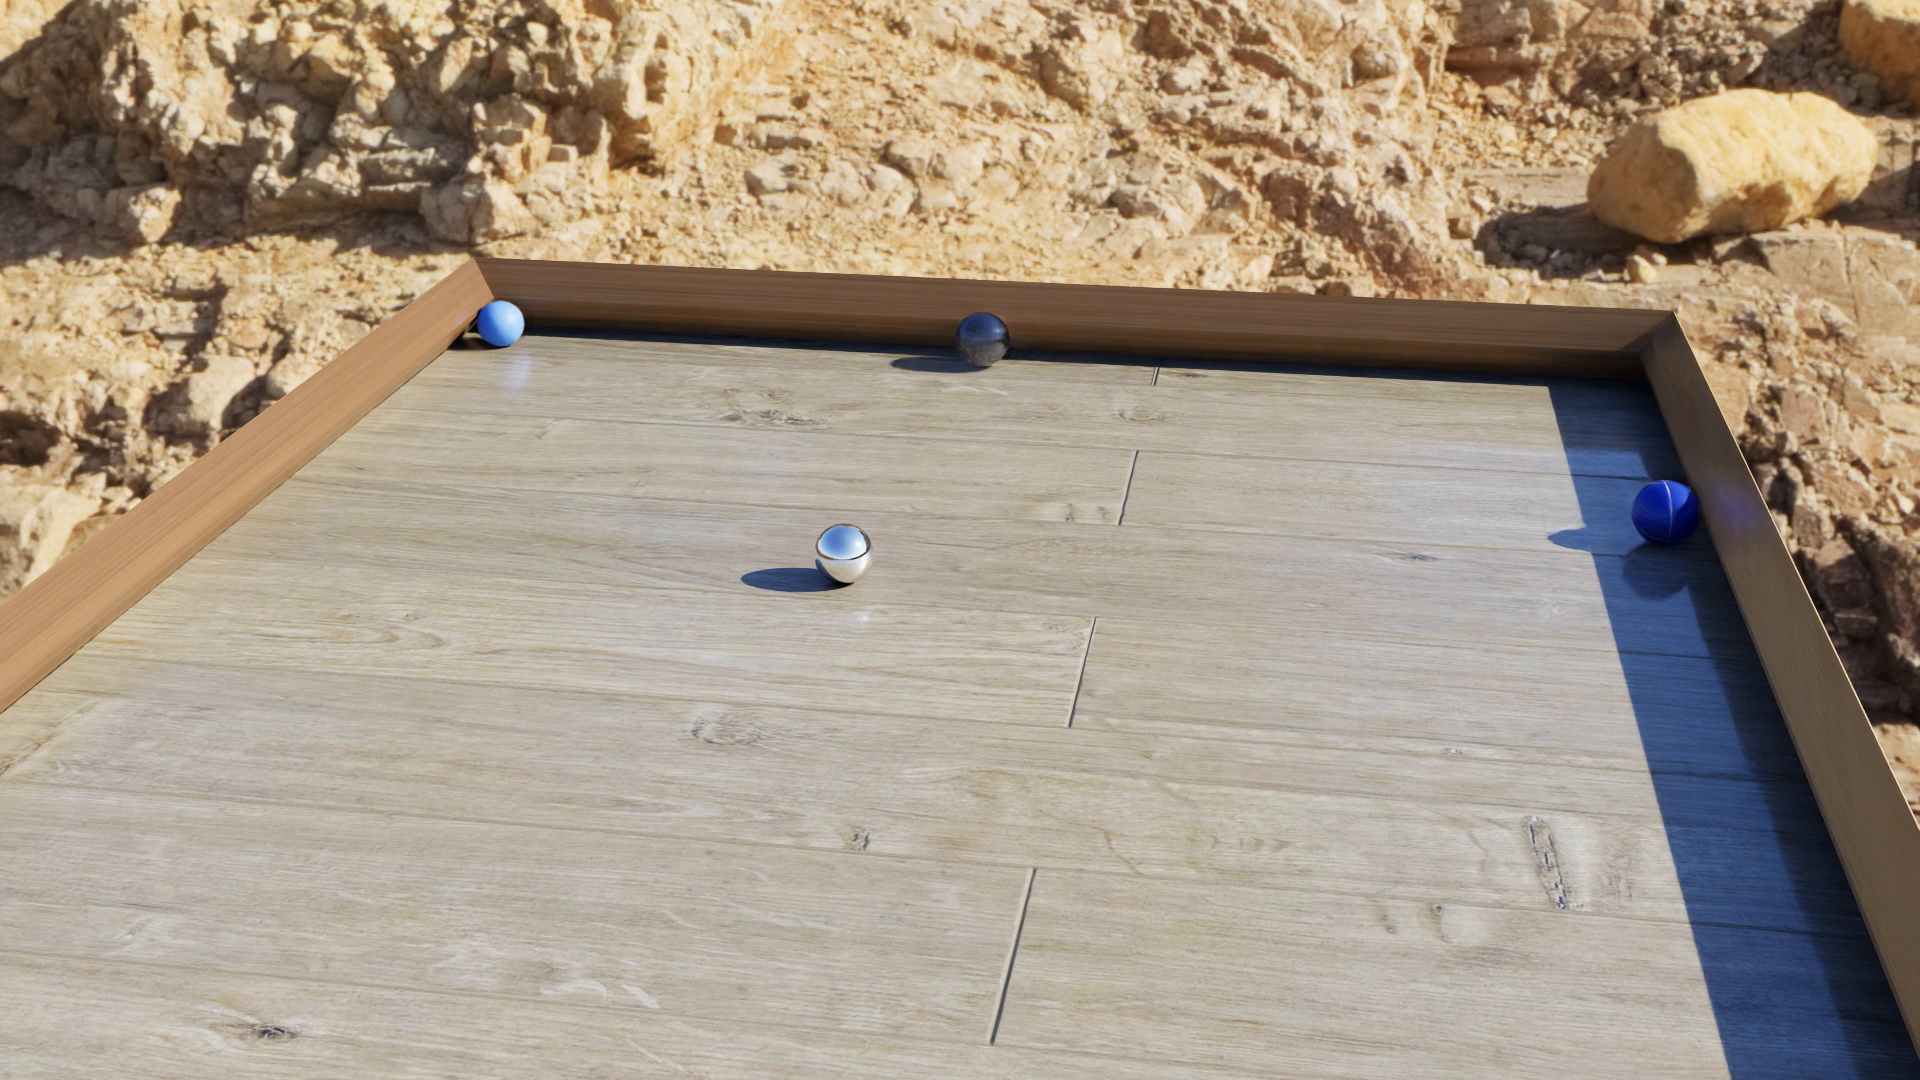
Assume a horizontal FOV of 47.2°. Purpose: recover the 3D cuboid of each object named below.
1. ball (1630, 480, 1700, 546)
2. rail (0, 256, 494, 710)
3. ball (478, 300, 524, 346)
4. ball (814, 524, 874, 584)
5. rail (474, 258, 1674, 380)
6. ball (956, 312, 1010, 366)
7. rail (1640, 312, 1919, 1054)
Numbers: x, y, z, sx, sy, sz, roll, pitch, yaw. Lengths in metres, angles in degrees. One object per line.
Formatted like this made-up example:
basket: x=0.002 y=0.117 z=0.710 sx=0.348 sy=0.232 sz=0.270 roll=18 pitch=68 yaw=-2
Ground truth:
ball: x=0.783 y=-0.031 z=2.444 sx=0.072 sy=0.072 sz=0.072 roll=0 pitch=23 yaw=0
rail: x=-0.933 y=0.235 z=1.777 sx=0.045 sy=0.097 sz=3.133 roll=4 pitch=23 yaw=8
ball: x=-0.649 y=-0.306 z=3.110 sx=0.065 sy=0.065 sz=0.065 roll=0 pitch=23 yaw=0
ball: x=-0.124 y=0.014 z=2.347 sx=0.065 sy=0.065 sz=0.065 roll=0 pitch=23 yaw=0
rail: x=0.121 y=-0.305 z=3.062 sx=1.685 sy=0.097 sz=0.045 roll=4 pitch=23 yaw=8
ball: x=0.031 y=-0.276 z=3.025 sx=0.075 sy=0.075 sz=0.075 roll=0 pitch=23 yaw=0
rail: x=0.684 y=0.336 z=1.538 sx=0.045 sy=0.097 sz=3.133 roll=4 pitch=23 yaw=8
